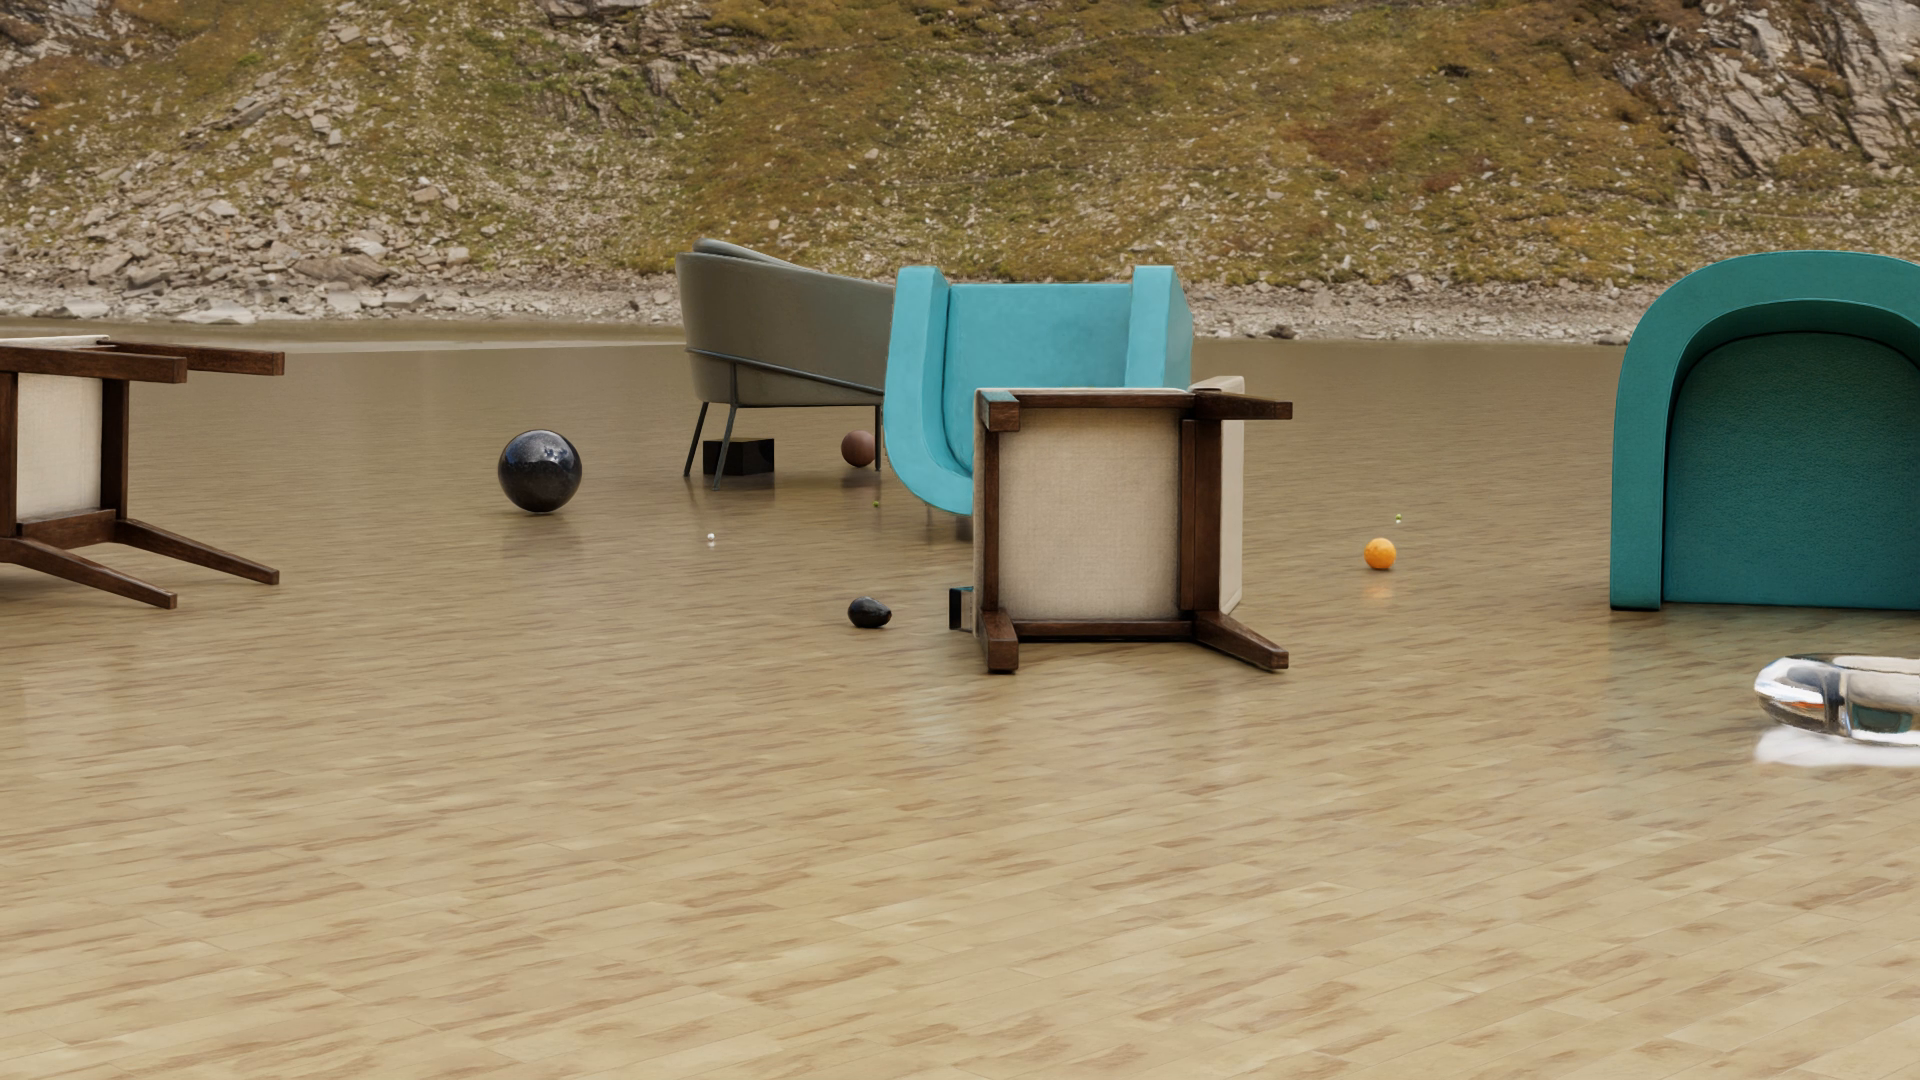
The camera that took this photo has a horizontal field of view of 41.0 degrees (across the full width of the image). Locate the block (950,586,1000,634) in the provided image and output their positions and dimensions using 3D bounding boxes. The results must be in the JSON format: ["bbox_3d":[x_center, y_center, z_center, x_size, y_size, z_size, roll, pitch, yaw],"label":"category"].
[{"bbox_3d":[0.027,0.129,4.780,0.064,0.077,0.072,-4,7,-37],"label":"block"}]

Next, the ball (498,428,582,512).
[{"bbox_3d":[-1.169,-0.192,7.138,0.234,0.234,0.234,0,6,0],"label":"ball"}]

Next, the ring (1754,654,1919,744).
[{"bbox_3d":[1.352,0.229,3.708,0.394,0.099,0.348,5,5,25],"label":"ring"}]

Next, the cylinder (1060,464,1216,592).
[{"bbox_3d":[0.365,-0.023,5.301,0.308,0.289,0.191,0,30,-1],"label":"cylinder"}]

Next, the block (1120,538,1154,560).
[{"bbox_3d":[0.414,0.020,6.013,0.060,0.042,0.085,-1,6,-10],"label":"block"}]

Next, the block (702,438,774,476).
[{"bbox_3d":[-0.741,-0.281,8.595,0.153,0.111,0.209,3,7,26],"label":"block"}]
